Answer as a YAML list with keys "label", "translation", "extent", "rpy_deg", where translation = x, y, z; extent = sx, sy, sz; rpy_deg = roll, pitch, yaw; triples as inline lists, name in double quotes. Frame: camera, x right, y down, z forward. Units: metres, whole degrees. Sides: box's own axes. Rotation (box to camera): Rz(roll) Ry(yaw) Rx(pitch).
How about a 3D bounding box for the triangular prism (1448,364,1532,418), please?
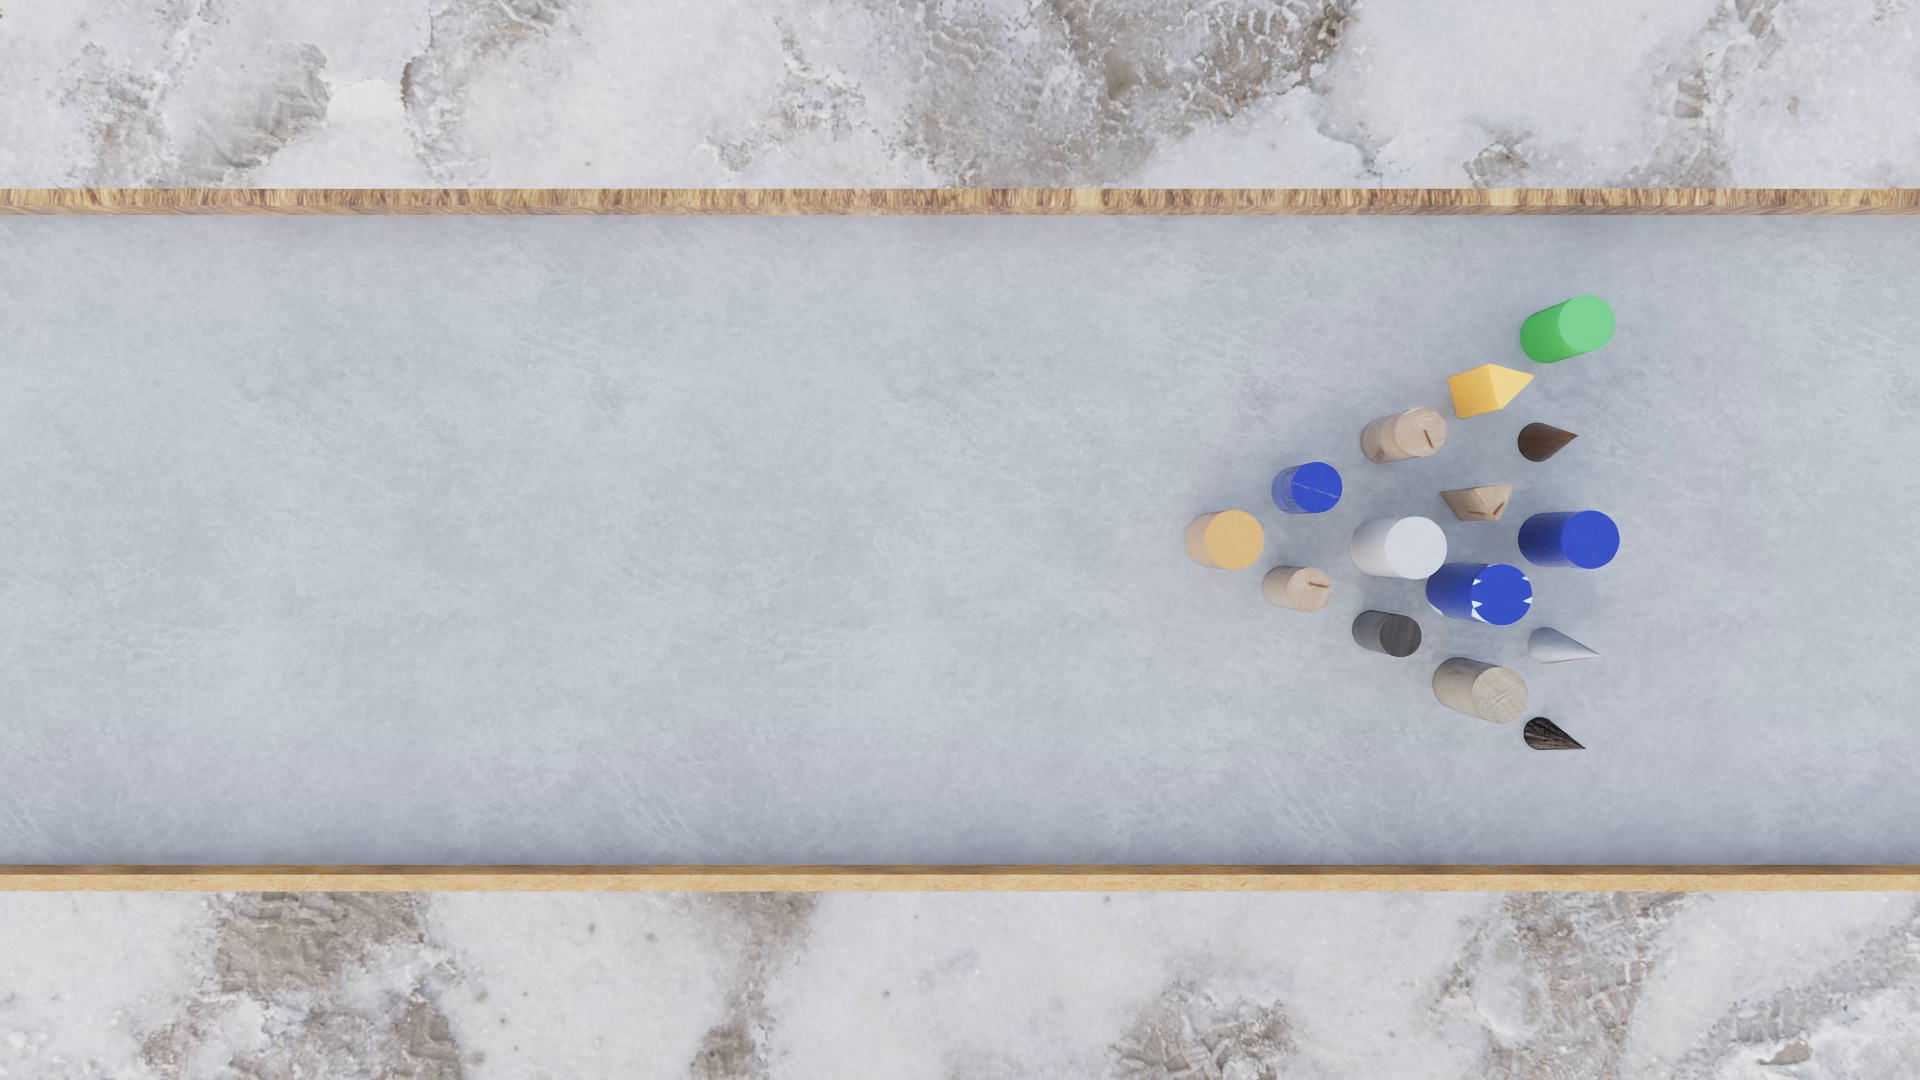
- label: "triangular prism"
  translation: [1.543, -0.459, 4.884]
  extent: [0.132, 0.386, 0.114]
  rpy_deg: [-44, 90, 0]

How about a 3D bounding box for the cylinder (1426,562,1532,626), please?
- label: "cylinder"
  translation: [1.520, 0.154, 4.853]
  extent: [0.172, 0.448, 0.172]
  rpy_deg: [0, 90, 0]

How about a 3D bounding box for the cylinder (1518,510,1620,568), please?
- label: "cylinder"
  translation: [1.801, -0.001, 4.894]
  extent: [0.168, 0.365, 0.168]
  rpy_deg: [0, 90, 0]

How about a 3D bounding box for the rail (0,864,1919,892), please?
- label: "rail"
  translation: [-2.247, 1.025, 5.001]
  extent: [12.000, 0.150, 0.050]
  rpy_deg: [0, 90, 0]

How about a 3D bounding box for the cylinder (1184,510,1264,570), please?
- label: "cylinder"
  translation: [0.776, 0.000, 4.873]
  extent: [0.170, 0.408, 0.170]
  rpy_deg: [0, 90, 0]

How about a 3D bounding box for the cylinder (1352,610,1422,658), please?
- label: "cylinder"
  translation: [1.267, 0.277, 4.910]
  extent: [0.122, 0.333, 0.122]
  rpy_deg: [0, 90, 0]

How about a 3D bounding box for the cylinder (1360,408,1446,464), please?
- label: "cylinder"
  translation: [1.301, -0.305, 4.861]
  extent: [0.140, 0.430, 0.140]
  rpy_deg: [0, 90, 0]

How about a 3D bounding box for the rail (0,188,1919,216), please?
- label: "rail"
  translation: [-2.247, -1.025, 5.002]
  extent: [12.000, 0.150, 0.050]
  rpy_deg: [0, 90, 0]

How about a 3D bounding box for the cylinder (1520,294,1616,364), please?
- label: "cylinder"
  translation: [1.805, -0.625, 4.912]
  extent: [0.164, 0.328, 0.164]
  rpy_deg: [0, 90, 0]

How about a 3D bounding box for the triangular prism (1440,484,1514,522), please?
- label: "triangular prism"
  translation: [1.548, -0.131, 4.901]
  extent: [0.097, 0.350, 0.112]
  rpy_deg: [-37, 90, 0]

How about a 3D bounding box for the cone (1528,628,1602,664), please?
- label: "cone"
  translation: [1.803, 0.325, 4.850]
  extent: [0.113, 0.453, 0.113]
  rpy_deg: [0, 90, 0]

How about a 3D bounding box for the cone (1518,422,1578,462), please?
- label: "cone"
  translation: [1.777, -0.301, 4.908]
  extent: [0.122, 0.338, 0.122]
  rpy_deg: [0, 90, 0]

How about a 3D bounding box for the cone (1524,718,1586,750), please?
- label: "cone"
  translation: [1.785, 0.596, 4.887]
  extent: [0.102, 0.378, 0.102]
  rpy_deg: [0, 90, 0]

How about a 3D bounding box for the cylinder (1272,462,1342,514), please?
- label: "cylinder"
  translation: [1.032, -0.152, 4.922]
  extent: [0.148, 0.309, 0.148]
  rpy_deg: [0, 90, 0]

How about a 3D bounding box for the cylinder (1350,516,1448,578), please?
- label: "cylinder"
  translation: [1.288, 0.022, 4.869]
  extent: [0.177, 0.415, 0.177]
  rpy_deg: [0, 90, 0]

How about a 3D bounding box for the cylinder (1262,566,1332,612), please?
- label: "cylinder"
  translation: [0.995, 0.143, 4.886]
  extent: [0.128, 0.382, 0.128]
  rpy_deg: [0, 90, 0]

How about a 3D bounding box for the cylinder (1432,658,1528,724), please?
- label: "cylinder"
  translation: [1.535, 0.442, 4.882]
  extent: [0.163, 0.388, 0.163]
  rpy_deg: [0, 90, 0]
